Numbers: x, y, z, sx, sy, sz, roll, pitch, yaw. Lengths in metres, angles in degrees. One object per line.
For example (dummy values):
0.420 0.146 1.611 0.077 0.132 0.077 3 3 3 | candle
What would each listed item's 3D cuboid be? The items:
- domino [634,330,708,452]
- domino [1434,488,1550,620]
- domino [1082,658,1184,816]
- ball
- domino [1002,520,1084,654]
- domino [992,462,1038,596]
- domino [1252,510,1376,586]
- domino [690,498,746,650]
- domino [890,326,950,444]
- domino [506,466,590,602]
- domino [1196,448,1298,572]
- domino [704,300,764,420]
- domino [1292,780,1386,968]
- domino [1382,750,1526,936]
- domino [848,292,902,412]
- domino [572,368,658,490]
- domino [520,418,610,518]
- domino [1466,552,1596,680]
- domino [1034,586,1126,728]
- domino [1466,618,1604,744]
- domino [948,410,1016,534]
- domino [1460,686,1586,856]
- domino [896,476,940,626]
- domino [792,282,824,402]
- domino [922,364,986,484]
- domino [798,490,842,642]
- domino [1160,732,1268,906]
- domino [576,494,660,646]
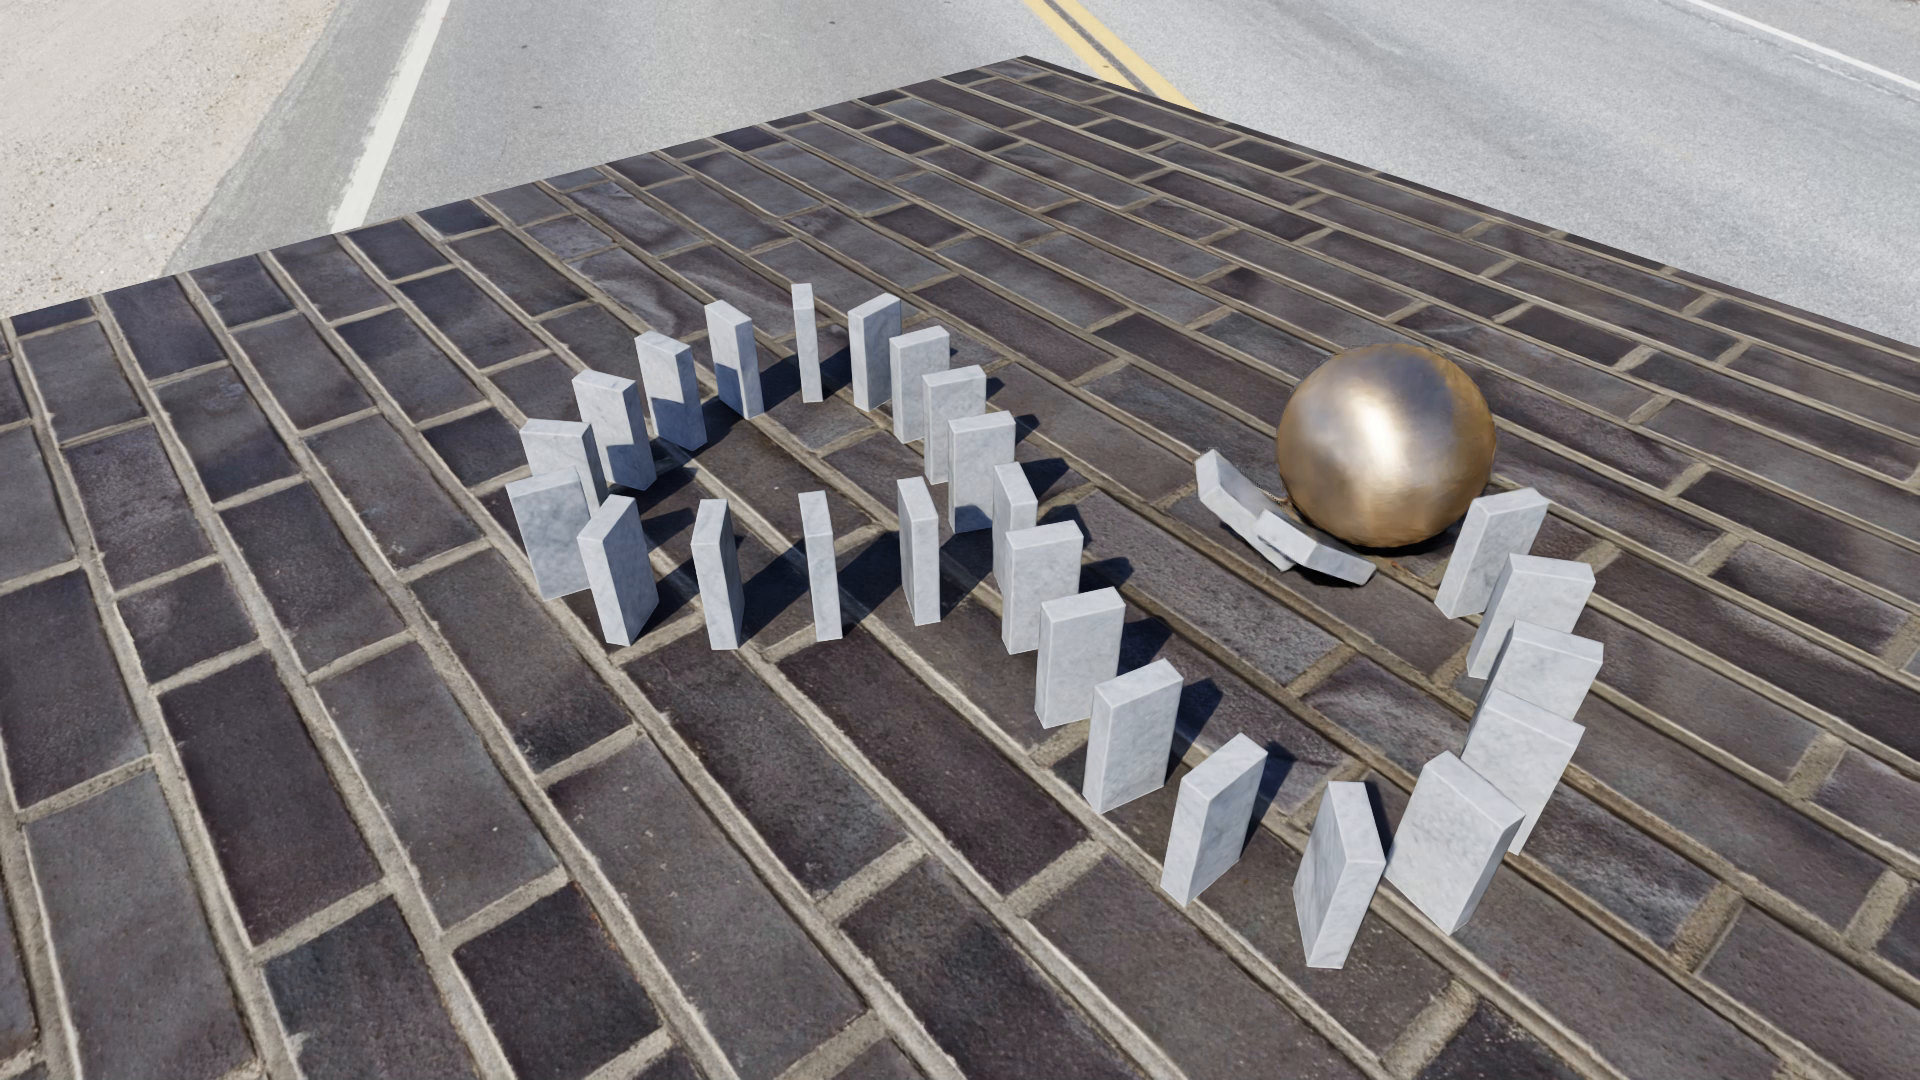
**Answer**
-0.129 -0.067 0.493 0.025 0.050 0.010 24 45 26 | domino
0.195 0.005 0.405 0.025 0.050 0.009 -10 40 -12 | domino
0.052 0.061 0.337 0.025 0.050 0.010 -18 43 -21 | domino
0.165 -0.037 0.431 0.080 0.080 0.080 0 39 0 | ball
0.029 0.017 0.390 0.025 0.050 0.010 -10 40 -12 | domino
0.020 -0.001 0.413 0.009 0.050 0.025 -8 40 -10 | domino
0.135 0.003 0.417 0.050 0.010 0.025 14 21 -44 | domino
-0.087 0.013 0.396 0.009 0.050 0.025 -2 39 -2 | domino
-0.018 -0.070 0.497 0.025 0.050 0.009 -19 43 -22 | domino
-0.151 -0.002 0.414 0.025 0.050 0.009 -18 43 -21 | domino
0.114 -0.012 0.433 0.050 0.009 0.025 37 34 -22 | domino
-0.105 -0.084 0.514 0.009 0.050 0.025 -29 48 -31 | domino
0.102 0.092 0.300 0.010 0.050 0.025 2 39 3 | domino
0.137 0.085 0.307 0.009 0.050 0.025 -22 44 -24 | domino
-0.039 -0.088 0.519 0.009 0.050 0.025 29 47 31 | domino
-0.147 -0.046 0.468 0.025 0.050 0.009 15 42 17 | domino
-0.157 -0.024 0.441 0.025 0.050 0.009 5 40 6 | domino
0.194 0.028 0.377 0.025 0.050 0.009 9 40 10 | domino
0.039 0.039 0.363 0.025 0.050 0.010 -11 41 -14 | domino
0.182 0.050 0.351 0.025 0.050 0.009 17 42 20 | domino
0.009 -0.027 0.444 0.025 0.050 0.010 -10 40 -12 | domino
0.163 0.069 0.327 0.025 0.050 0.009 27 46 29 | domino
-0.015 0.004 0.406 0.010 0.050 0.025 -9 40 -11 | domino
-0.073 -0.094 0.526 0.009 0.050 0.025 -6 40 -7 | domino
-0.002 -0.049 0.471 0.025 0.050 0.009 -13 41 -16 | domino
-0.051 0.010 0.399 0.009 0.050 0.025 -8 40 -9 | domino
0.072 0.080 0.313 0.025 0.050 0.010 -28 47 -30 | domino
-0.123 0.011 0.398 0.010 0.050 0.025 8 40 10 | domino
